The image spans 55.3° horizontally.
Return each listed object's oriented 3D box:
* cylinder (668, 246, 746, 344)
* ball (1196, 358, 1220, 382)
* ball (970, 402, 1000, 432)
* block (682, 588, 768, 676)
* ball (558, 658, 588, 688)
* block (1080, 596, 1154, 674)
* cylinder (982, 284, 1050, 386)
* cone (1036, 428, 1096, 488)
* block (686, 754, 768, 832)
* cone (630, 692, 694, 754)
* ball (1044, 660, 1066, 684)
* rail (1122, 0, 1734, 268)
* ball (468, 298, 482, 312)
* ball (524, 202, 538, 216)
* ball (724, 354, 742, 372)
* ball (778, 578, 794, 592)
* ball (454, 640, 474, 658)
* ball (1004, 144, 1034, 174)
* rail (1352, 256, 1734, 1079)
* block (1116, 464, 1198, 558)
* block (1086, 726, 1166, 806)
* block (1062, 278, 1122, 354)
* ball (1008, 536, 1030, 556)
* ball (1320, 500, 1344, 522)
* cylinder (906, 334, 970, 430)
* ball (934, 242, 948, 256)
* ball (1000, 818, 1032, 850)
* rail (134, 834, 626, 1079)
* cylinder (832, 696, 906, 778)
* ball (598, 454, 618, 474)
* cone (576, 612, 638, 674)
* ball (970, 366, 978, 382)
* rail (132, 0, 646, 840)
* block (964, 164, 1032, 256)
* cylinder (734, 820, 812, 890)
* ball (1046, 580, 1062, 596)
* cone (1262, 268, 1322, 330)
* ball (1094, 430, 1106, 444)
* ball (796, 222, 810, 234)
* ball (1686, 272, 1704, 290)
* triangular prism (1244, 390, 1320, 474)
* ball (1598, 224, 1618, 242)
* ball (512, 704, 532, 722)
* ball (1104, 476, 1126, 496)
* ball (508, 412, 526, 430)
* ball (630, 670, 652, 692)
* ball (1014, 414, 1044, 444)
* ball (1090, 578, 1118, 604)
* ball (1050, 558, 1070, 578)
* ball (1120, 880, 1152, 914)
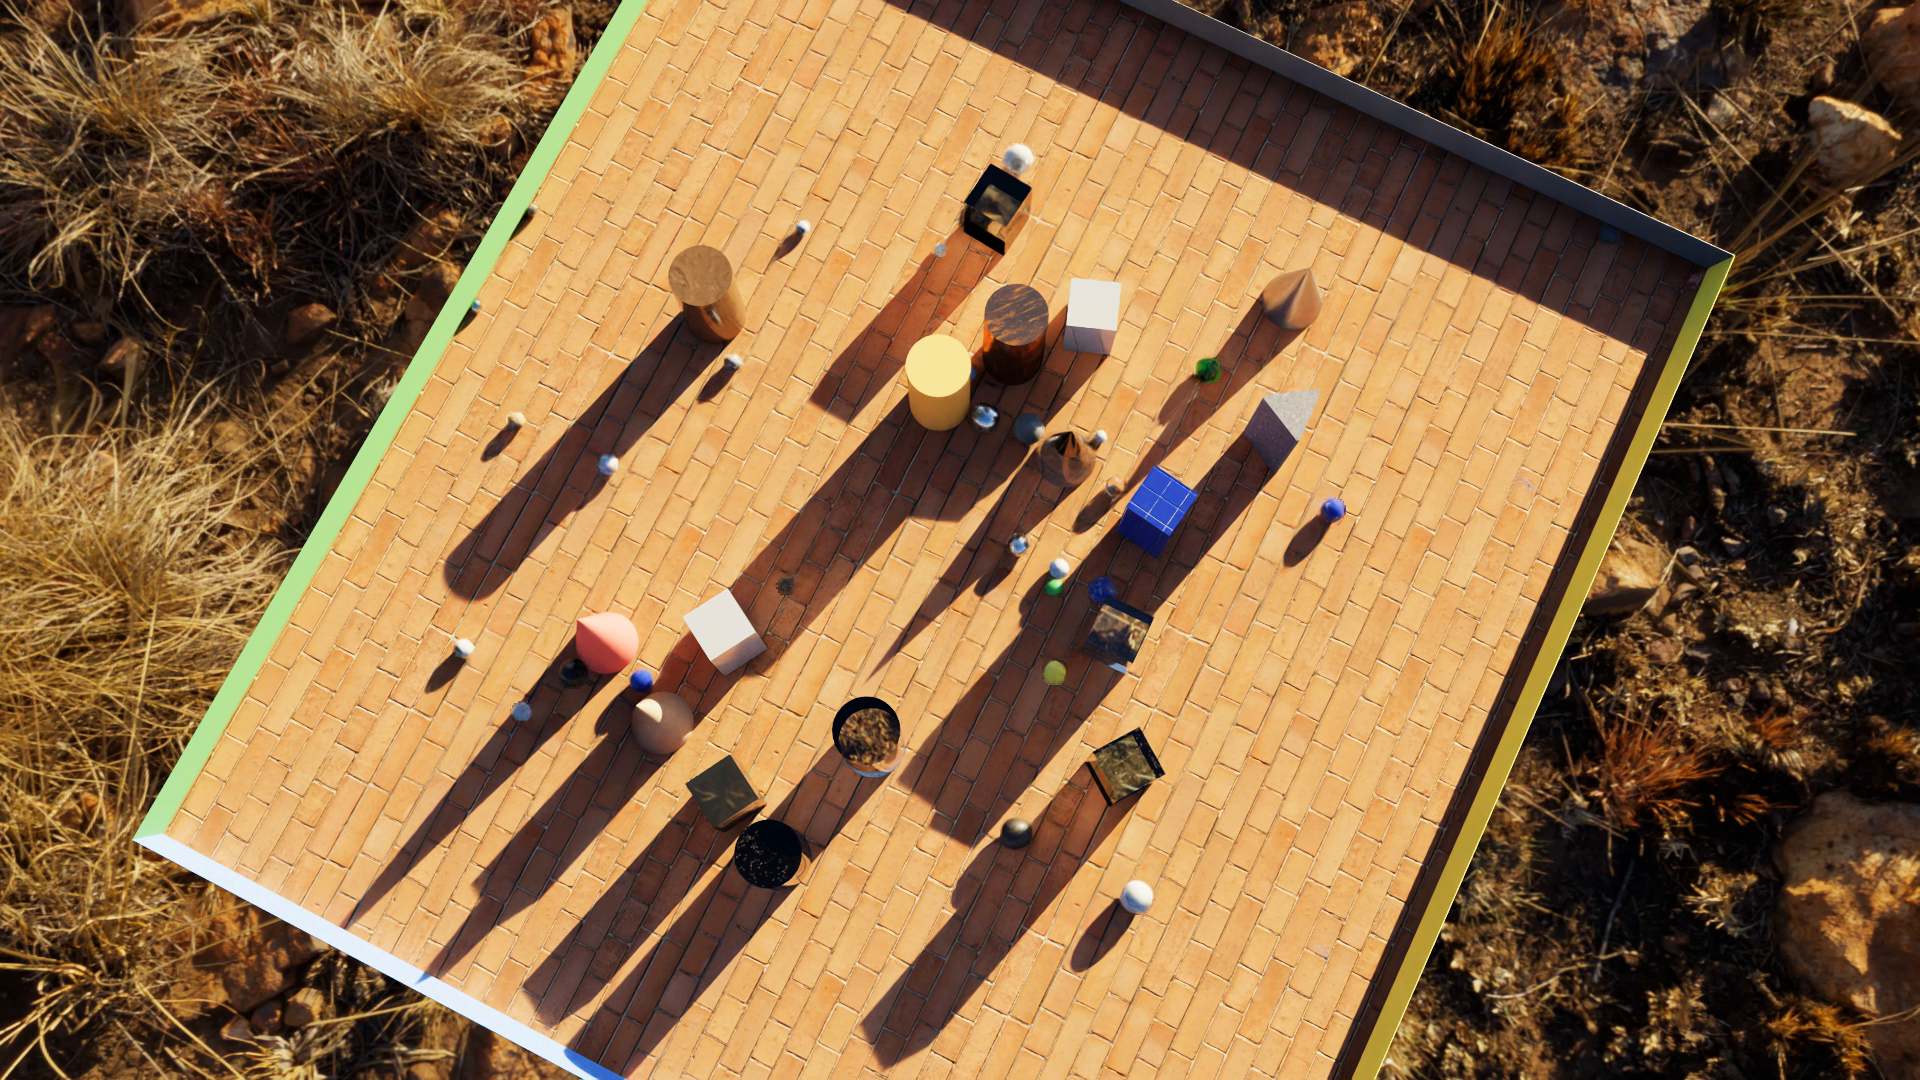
[{"bbox_3d":[-0.766,-0.743,5.584,0.189,0.364,0.189,0,78,0],"label":"cylinder"},{"bbox_3d":[0.767,-0.530,5.688,0.074,0.074,0.074,0,78,0],"label":"ball"},{"bbox_3d":[0.077,-0.378,5.648,0.091,0.091,0.091,0,78,0],"label":"ball"},{"bbox_3d":[-0.688,0.275,5.391,0.151,0.330,0.151,-33,80,-6],"label":"block"},{"bbox_3d":[-1.159,0.398,5.490,0.086,0.086,0.086,0,78,0],"label":"ball"},{"bbox_3d":[0.465,0.283,5.439,0.151,0.233,0.151,25,79,5],"label":"block"},{"bbox_3d":[0.165,-0.616,5.536,0.189,0.408,0.189,0,78,0],"label":"cylinder"},{"bbox_3d":[0.327,-0.287,5.514,0.189,0.317,0.189,0,78,0],"label":"cone"},{"bbox_3d":[-0.677,0.739,5.334,0.151,0.254,0.151,-33,80,-7],"label":"block"},{"bbox_3d":[-0.894,0.503,5.279,0.189,0.457,0.189,0,78,0],"label":"cone"},{"bbox_3d":[0.284,0.396,5.500,0.067,0.067,0.067,0,78,0],"label":"ball"},{"bbox_3d":[0.827,-1.613,5.886,3.495,0.123,0.045,26,80,5],"label":"rail"},{"bbox_3d":[-1.518,-0.737,5.746,0.044,0.044,0.044,0,78,0],"label":"ball"},{"bbox_3d":[-1.360,-1.049,5.812,0.042,0.042,0.042,0,78,0],"label":"ball"},{"bbox_3d":[-0.707,-0.552,5.703,0.054,0.054,0.054,0,78,0],"label":"ball"},{"bbox_3d":[-0.528,0.138,5.565,0.045,0.045,0.045,0,78,0],"label":"ball"},{"bbox_3d":[-1.495,0.327,5.519,0.058,0.058,0.058,0,78,0],"label":"ball"},{"bbox_3d":[0.186,-1.207,5.818,0.094,0.094,0.094,0,78,0],"label":"ball"},{"bbox_3d":[1.542,0.761,5.395,0.045,0.123,3.746,26,80,5],"label":"rail"},{"bbox_3d":[0.584,-0.081,5.460,0.151,0.340,0.151,35,80,7],"label":"block"},{"bbox_3d":[0.474,0.660,5.307,0.151,0.338,0.151,-28,80,-5],"label":"block"},{"bbox_3d":[0.403,-0.686,5.636,0.151,0.240,0.151,6,78,1],"label":"block"},{"bbox_3d":[0.178,0.018,5.579,0.066,0.066,0.066,0,78,0],"label":"ball"},{"bbox_3d":[1.137,-0.088,5.598,0.072,0.072,0.072,0,78,0],"label":"ball"},{"bbox_3d":[-0.063,-0.470,5.520,0.189,0.378,0.189,0,78,0],"label":"cylinder"},{"bbox_3d":[-0.061,-0.918,5.785,0.042,0.042,0.042,0,78,0],"label":"ball"},{"bbox_3d":[0.167,0.863,5.390,0.094,0.094,0.094,0,78,0],"label":"ball"},{"bbox_3d":[-0.827,1.626,5.216,3.495,0.123,0.045,26,80,5],"label":"rail"},{"bbox_3d":[-0.258,0.570,5.269,0.189,0.450,0.189,0,78,0],"label":"cylinder"},{"bbox_3d":[-1.081,-0.232,5.632,0.064,0.064,0.064,0,78,0],"label":"ball"},{"bbox_3d":[-1.069,0.266,5.333,0.189,0.446,0.189,0,78,0],"label":"cone"},{"bbox_3d":[0.026,-0.517,5.696,0.054,0.054,0.054,0,78,0],"label":"ball"},{"bbox_3d":[-1.542,-0.748,5.707,0.045,0.123,3.746,26,80,5],"label":"rail"},{"bbox_3d":[0.117,-1.026,5.702,0.151,0.247,0.151,32,80,6],"label":"block"},{"bbox_3d":[-0.533,0.906,5.255,0.189,0.341,0.189,0,78,0],"label":"cylinder"},{"bbox_3d":[0.285,0.146,5.560,0.052,0.052,0.052,0,78,0],"label":"ball"},{"bbox_3d":[1.046,-0.783,5.620,0.189,0.310,0.189,0,78,0],"label":"cone"},{"bbox_3d":[0.434,-0.318,5.662,0.040,0.040,0.040,0,78,0],"label":"ball"},{"bbox_3d":[-0.498,-0.988,5.800,0.042,0.042,0.042,0,78,0],"label":"ball"},{"bbox_3d":[2.311,-0.815,5.756,0.056,0.056,0.056,0,78,0],"label":"ball"},{"bbox_3d":[0.983,-0.351,5.487,0.142,0.396,0.164,-35,80,-7],"label":"triangular prism"},{"bbox_3d":[2.044,-0.969,5.786,0.060,0.060,0.060,0,78,0],"label":"ball"},{"bbox_3d":[-1.309,0.516,5.482,0.055,0.055,0.055,0,78,0],"label":"ball"},{"bbox_3d":[0.476,-0.164,5.618,0.063,0.063,0.063,0,78,0],"label":"ball"},{"bbox_3d":[-1.372,-0.368,5.665,0.054,0.054,0.054,0,78,0],"label":"ball"},{"bbox_3d":[-0.956,0.424,5.494,0.069,0.069,0.069,0,78,0],"label":"ball"},{"bbox_3d":[0.212,-0.341,5.639,0.095,0.095,0.095,0,78,0],"label":"ball"},{"bbox_3d":[0.433,0.155,5.542,0.083,0.083,0.083,0,78,0],"label":"ball"},{"bbox_3d":[0.301,0.086,5.568,0.060,0.060,0.060,0,78,0],"label":"ball"},{"bbox_3d":[0.515,1.042,5.353,0.094,0.094,0.094,0,78,0],"label":"ball"}]
